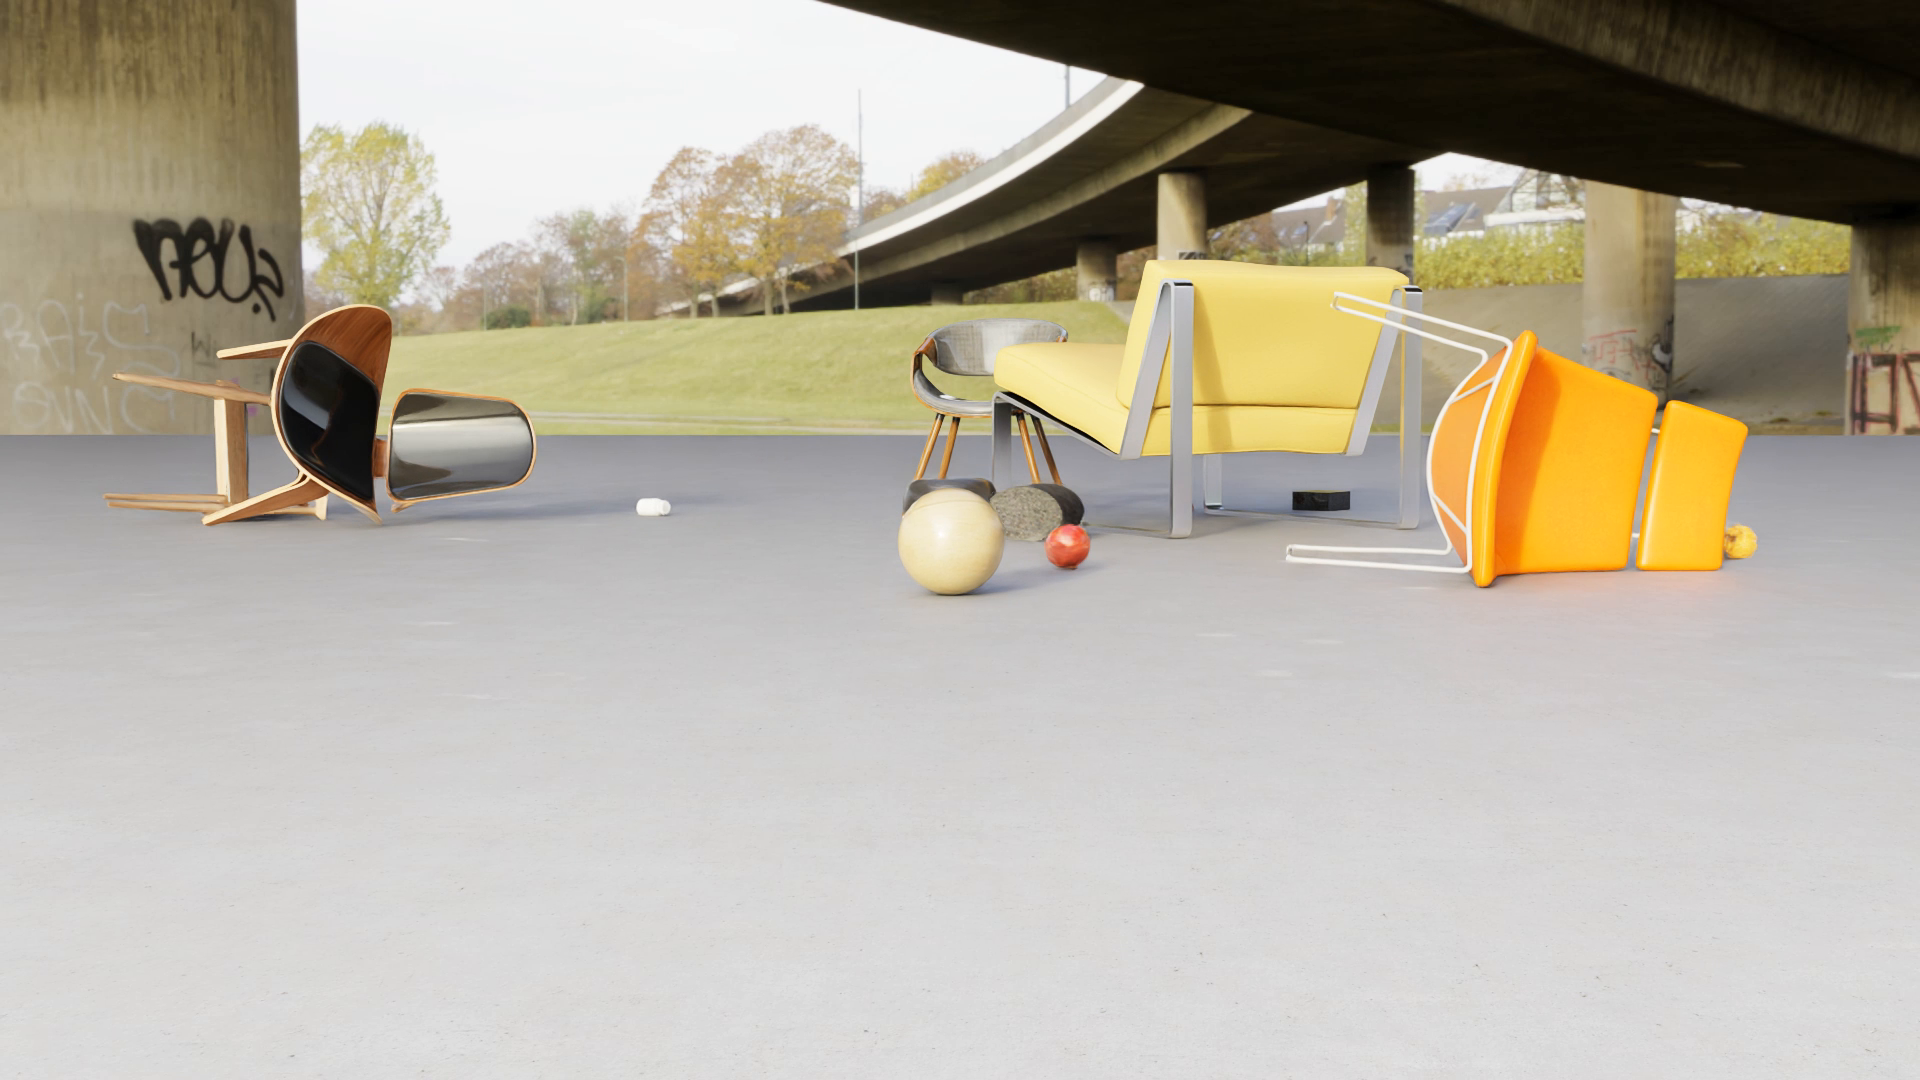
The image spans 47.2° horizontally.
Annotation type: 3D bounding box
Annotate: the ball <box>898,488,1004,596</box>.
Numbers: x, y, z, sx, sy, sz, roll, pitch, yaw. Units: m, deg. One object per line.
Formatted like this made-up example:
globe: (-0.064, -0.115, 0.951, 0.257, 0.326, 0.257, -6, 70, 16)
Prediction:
ball: (-0.019, 0.003, 4.791, 0.234, 0.234, 0.234, 0, 4, 0)

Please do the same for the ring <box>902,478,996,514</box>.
ring: (-0.029, -0.108, 6.900, 0.311, 0.169, 0.265, 0, 1, 22)

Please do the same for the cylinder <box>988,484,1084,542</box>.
cylinder: (0.226, -0.084, 6.594, 0.235, 0.161, 0.265, 4, 5, 17)

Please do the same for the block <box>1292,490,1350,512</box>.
block: (1.346, -0.147, 8.191, 0.150, 0.068, 0.169, 3, 5, 38)
